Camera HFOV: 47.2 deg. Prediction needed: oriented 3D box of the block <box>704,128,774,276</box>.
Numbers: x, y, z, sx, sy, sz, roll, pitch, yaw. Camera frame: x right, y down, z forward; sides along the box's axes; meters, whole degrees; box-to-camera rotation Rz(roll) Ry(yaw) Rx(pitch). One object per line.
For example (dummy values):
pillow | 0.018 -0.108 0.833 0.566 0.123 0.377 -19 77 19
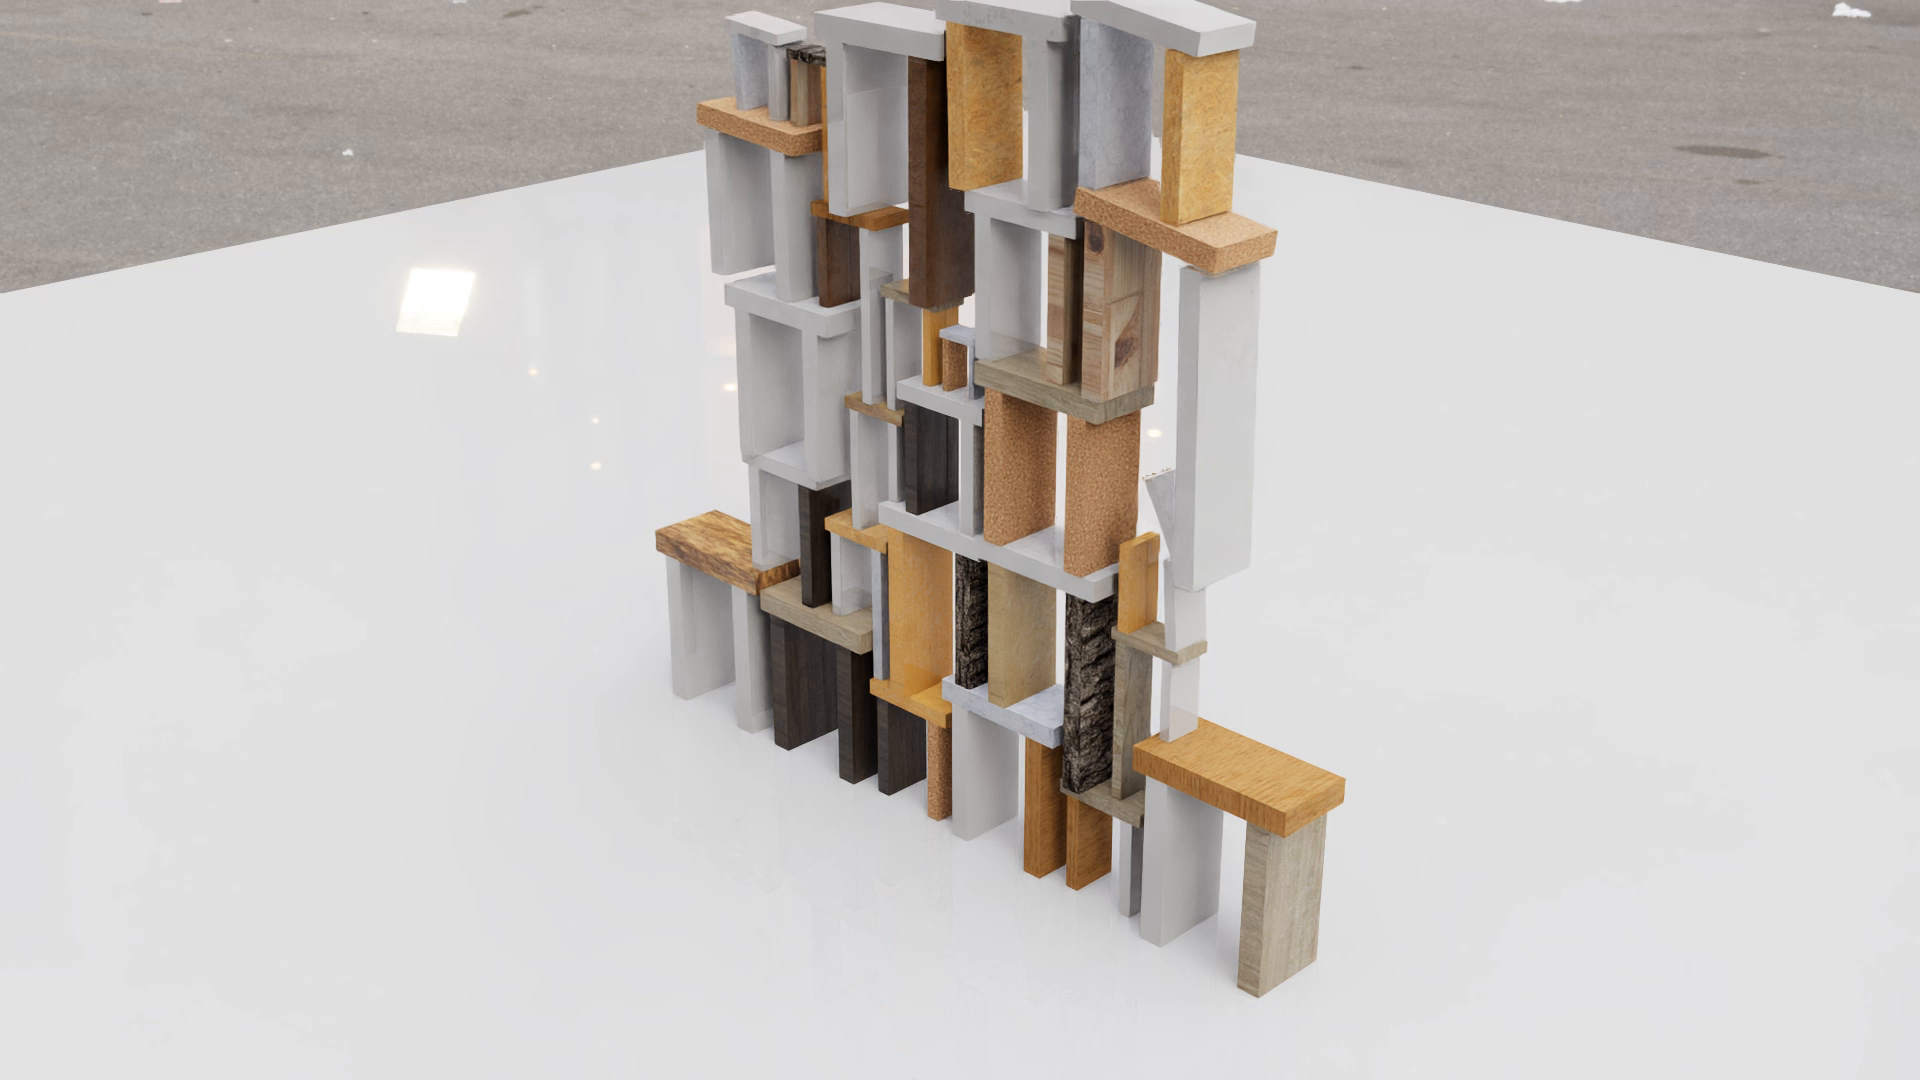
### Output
block | -0.433 -0.688 4.406 0.146 0.292 0.041 -20 29 -39

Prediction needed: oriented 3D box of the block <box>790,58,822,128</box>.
block | -0.292 -0.854 4.180 0.063 0.127 0.018 -21 33 -40

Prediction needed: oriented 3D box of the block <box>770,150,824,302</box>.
block | -0.294 -0.621 4.279 0.146 0.292 0.041 -21 30 -40

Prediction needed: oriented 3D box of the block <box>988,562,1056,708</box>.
block | 0.118 0.159 4.156 0.041 0.290 0.145 21 31 41

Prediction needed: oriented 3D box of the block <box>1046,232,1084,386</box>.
block | 0.211 -0.413 3.820 0.132 0.265 0.037 -21 31 -40

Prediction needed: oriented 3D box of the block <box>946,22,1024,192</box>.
block | 0.045 -0.768 3.845 0.144 0.288 0.041 -21 30 -39

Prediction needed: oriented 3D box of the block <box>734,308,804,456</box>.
block | -0.382 -0.338 4.491 0.043 0.307 0.153 22 31 40

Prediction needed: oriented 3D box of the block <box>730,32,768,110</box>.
block | -0.402 -0.917 4.264 0.076 0.152 0.022 -26 36 -37

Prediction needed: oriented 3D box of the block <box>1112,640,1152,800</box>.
block | 0.315 0.320 4.019 0.022 0.318 0.079 21 31 41

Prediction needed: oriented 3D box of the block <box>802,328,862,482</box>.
block | -0.237 -0.281 4.358 0.153 0.307 0.043 -21 31 -40

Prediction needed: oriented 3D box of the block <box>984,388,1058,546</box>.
block | 0.112 -0.151 4.029 0.148 0.297 0.042 -21 31 -41

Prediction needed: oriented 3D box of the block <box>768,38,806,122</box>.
block | -0.330 -0.882 4.201 0.076 0.152 0.022 -24 36 -38

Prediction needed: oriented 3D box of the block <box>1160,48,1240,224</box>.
block | 0.383 -0.654 3.521 0.136 0.273 0.039 -21 31 -40

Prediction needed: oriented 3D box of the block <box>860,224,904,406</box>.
block | -0.148 -0.435 4.205 0.025 0.347 0.089 21 31 40

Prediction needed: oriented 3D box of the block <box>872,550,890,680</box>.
block | -0.135 0.139 4.430 0.090 0.285 0.026 -21 31 -41

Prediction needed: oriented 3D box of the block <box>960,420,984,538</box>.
block | 0.053 -0.128 4.110 0.113 0.225 0.032 -21 31 -41

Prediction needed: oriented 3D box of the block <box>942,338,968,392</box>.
block | -0.009 -0.331 4.088 0.050 0.101 0.014 -21 31 -41

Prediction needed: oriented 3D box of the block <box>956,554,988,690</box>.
block | 0.053 0.137 4.226 0.039 0.276 0.138 21 31 41

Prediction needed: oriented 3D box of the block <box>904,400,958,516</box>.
block | -0.053 -0.170 4.208 0.113 0.225 0.032 -21 31 -41

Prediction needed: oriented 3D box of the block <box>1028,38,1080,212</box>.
block | 0.179 -0.712 3.718 0.041 0.288 0.144 21 31 41

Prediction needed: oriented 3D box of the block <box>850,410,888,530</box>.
block | -0.178 -0.148 4.353 0.081 0.252 0.023 -21 31 -40

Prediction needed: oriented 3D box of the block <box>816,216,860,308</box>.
block | -0.232 -0.545 4.247 0.025 0.177 0.089 21 31 41

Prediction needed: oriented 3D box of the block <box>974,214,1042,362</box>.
block | 0.087 -0.463 3.934 0.132 0.265 0.037 -21 30 -40

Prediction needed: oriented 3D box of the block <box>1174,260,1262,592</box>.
block | 0.428 -0.195 3.667 0.153 0.555 0.043 -21 30 -40

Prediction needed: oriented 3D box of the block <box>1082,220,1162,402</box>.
block | 0.276 -0.402 3.741 0.043 0.307 0.153 21 31 39

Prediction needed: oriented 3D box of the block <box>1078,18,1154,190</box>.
block | 0.258 -0.728 3.631 0.136 0.273 0.039 -21 30 -40

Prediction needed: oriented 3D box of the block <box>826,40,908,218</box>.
block | -0.172 -0.775 4.088 0.046 0.321 0.161 22 31 40

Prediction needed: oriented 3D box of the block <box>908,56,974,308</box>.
block | -0.020 -0.656 3.975 0.046 0.452 0.161 22 31 40

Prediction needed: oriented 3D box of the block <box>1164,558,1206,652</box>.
block | 0.394 0.104 3.850 0.084 0.167 0.024 -21 26 -40

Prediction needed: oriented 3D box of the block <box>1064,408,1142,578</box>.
block | 0.253 -0.095 3.900 0.148 0.297 0.042 -21 31 -40

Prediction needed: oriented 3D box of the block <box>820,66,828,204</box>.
block | -0.230 -0.768 4.150 0.018 0.258 0.063 21 31 40

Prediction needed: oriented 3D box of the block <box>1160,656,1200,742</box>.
block | 0.392 0.275 3.921 0.079 0.157 0.022 -21 30 -40

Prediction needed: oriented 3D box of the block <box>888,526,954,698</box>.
block | -0.077 0.126 4.363 0.138 0.362 0.039 -21 31 -41

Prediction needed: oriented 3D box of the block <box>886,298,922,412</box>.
block | -0.106 -0.361 4.193 0.074 0.221 0.021 -21 31 -41

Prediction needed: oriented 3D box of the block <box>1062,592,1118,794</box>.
block | 0.256 0.262 4.053 0.041 0.399 0.145 21 31 41

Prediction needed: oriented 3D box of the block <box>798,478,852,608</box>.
block | -0.274 -0.002 4.518 0.033 0.267 0.116 21 31 41

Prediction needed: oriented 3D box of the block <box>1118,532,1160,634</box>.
block | 0.318 0.076 3.916 0.024 0.167 0.084 20 30 39

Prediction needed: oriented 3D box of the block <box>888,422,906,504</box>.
block | -0.102 -0.160 4.265 0.081 0.161 0.023 -21 31 -41

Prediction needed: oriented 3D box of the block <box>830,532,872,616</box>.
block | -0.220 0.058 4.488 0.090 0.181 0.026 -21 31 -41

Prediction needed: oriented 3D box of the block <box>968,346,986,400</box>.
block | 0.039 -0.312 4.044 0.050 0.101 0.014 -21 31 -40

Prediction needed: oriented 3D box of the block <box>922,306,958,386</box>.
block | -0.036 -0.367 4.114 0.021 0.148 0.074 21 31 41
